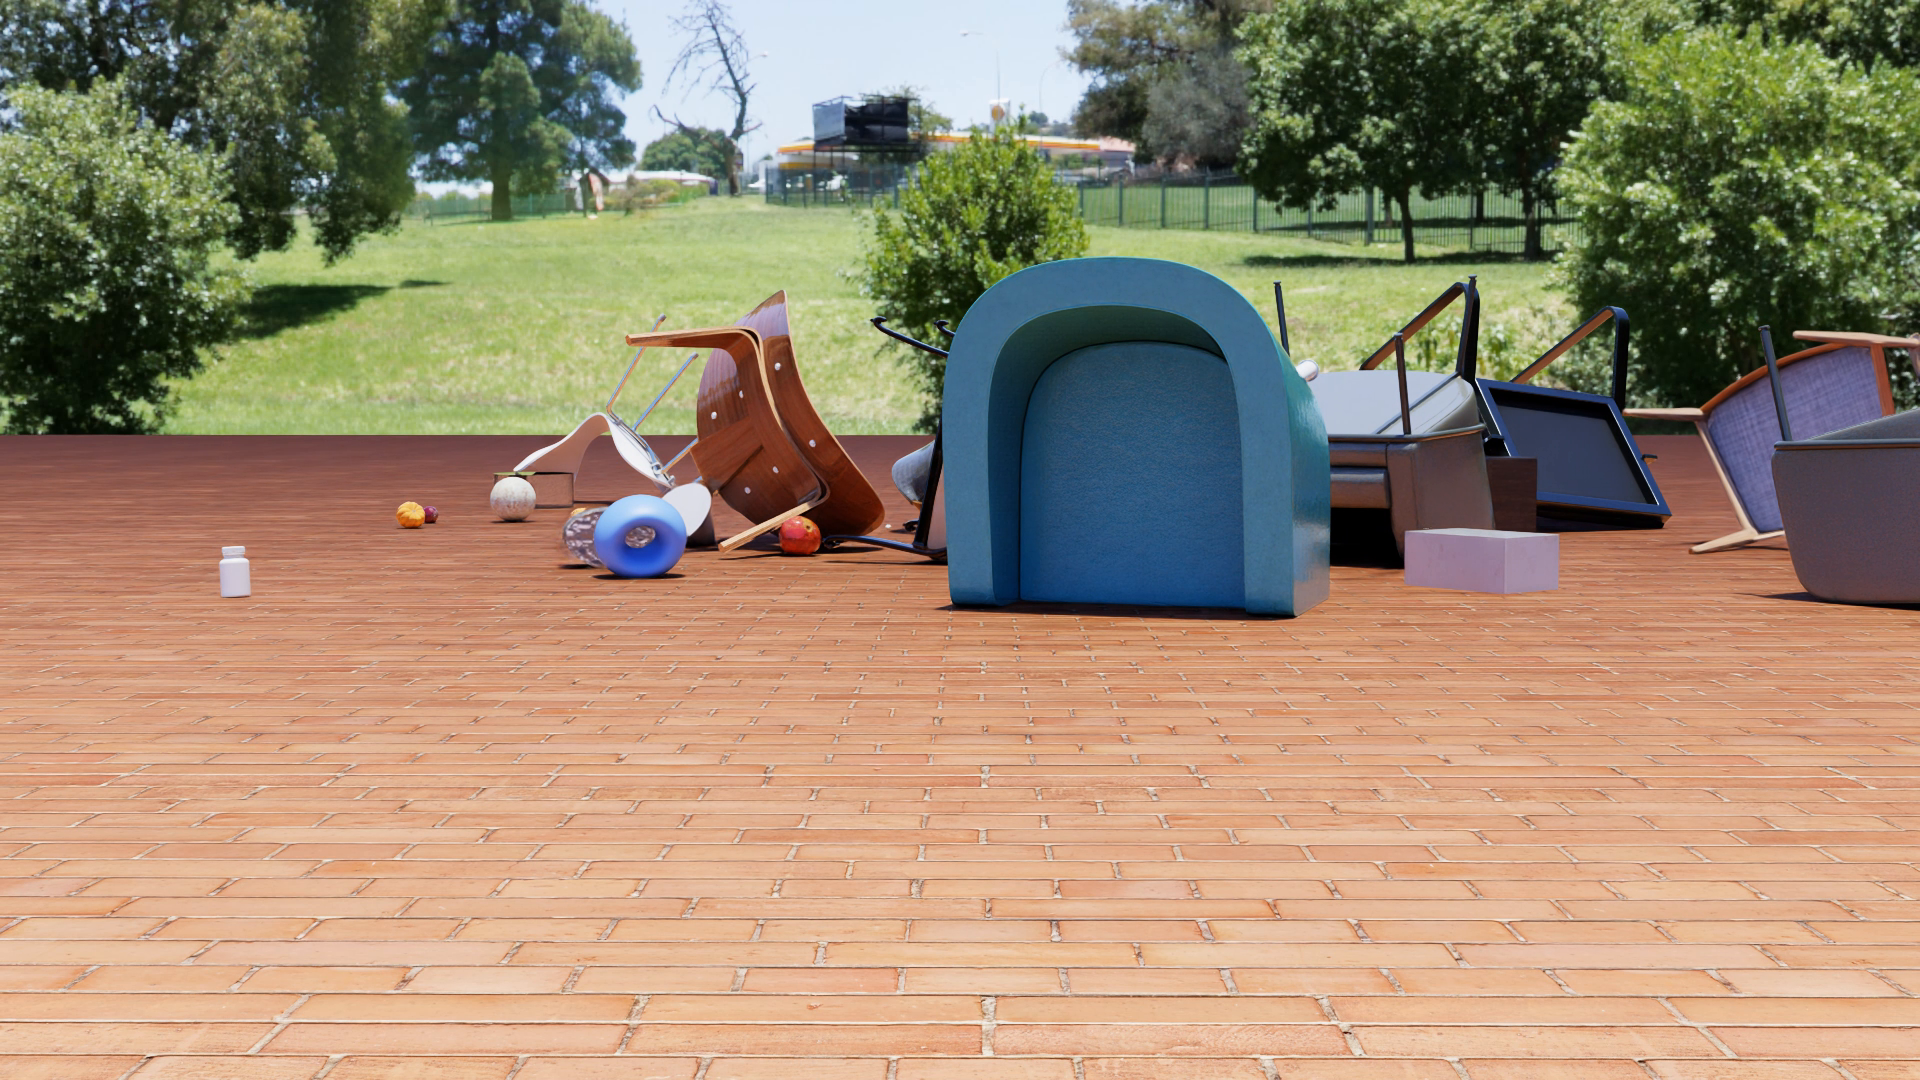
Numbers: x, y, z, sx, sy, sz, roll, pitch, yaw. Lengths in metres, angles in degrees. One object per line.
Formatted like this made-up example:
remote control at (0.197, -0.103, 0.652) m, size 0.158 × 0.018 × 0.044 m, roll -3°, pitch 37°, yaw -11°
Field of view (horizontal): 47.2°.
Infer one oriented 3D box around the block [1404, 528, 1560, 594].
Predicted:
block at (1.180, 0.045, 4.984) m, size 0.187 × 0.123 × 0.286 m, roll -3°, pitch 5°, yaw -37°

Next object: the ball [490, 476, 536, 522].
ball at (-1.510, -0.137, 7.433) m, size 0.153 × 0.153 × 0.153 m, roll 0°, pitch 4°, yaw 0°

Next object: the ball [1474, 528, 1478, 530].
ball at (1.278, 0.023, 5.471) m, size 0.102 × 0.102 × 0.102 m, roll 0°, pitch 4°, yaw 0°

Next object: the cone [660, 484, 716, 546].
cone at (-0.757, -0.030, 6.326) m, size 0.252 × 0.208 × 0.170 m, roll -11°, pitch -36°, yaw 36°

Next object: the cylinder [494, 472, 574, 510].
cylinder at (-1.618, -0.189, 8.353) m, size 0.300 × 0.129 × 0.295 m, roll 0°, pitch 4°, yaw -5°

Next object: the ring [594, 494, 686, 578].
ring at (-0.764, -0.007, 5.261) m, size 0.221 × 0.198 × 0.161 m, roll -13°, pitch 19°, yaw -11°

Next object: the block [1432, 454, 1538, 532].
block at (1.641, -0.143, 6.887) m, size 0.169 × 0.238 × 0.301 m, roll -2°, pitch 4°, yaw -23°
